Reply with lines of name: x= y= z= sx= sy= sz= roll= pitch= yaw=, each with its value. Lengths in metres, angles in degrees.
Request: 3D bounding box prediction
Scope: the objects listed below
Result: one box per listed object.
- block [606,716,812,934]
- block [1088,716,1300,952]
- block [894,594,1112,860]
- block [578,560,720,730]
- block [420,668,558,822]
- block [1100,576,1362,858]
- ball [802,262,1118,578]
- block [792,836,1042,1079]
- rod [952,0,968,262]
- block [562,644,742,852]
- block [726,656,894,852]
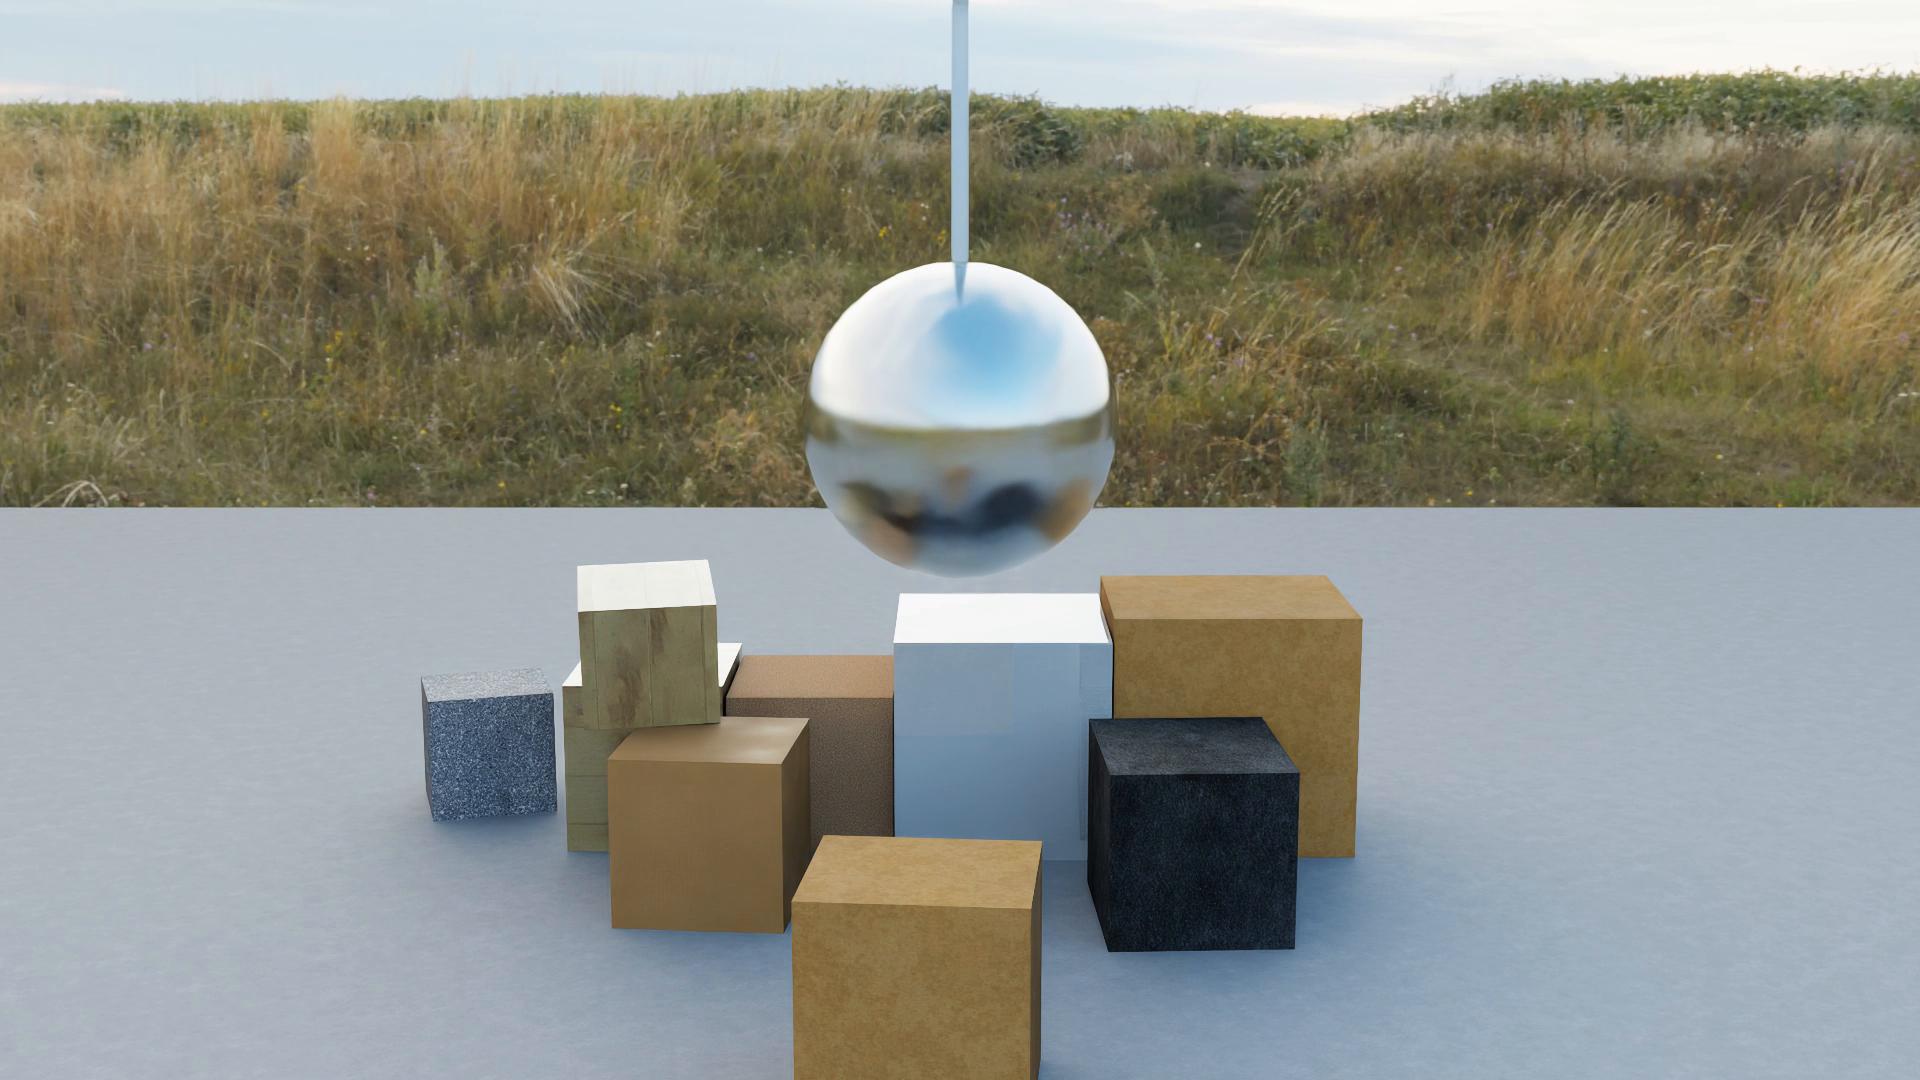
block: x=-1.145 y=1.301 z=10.202 sx=0.785 sy=0.789 sz=0.781 roll=1 pitch=10 yaw=5
block: x=1.041 y=1.323 z=10.040 sx=0.823 sy=0.805 sz=0.940 roll=0 pitch=10 yaw=-2
block: x=0.209 y=0.936 z=11.339 sx=1.062 sy=1.102 sz=1.166 roll=0 pitch=10 yaw=0
block: x=-1.502 y=0.494 z=10.578 sx=0.634 sy=0.587 sz=0.711 roll=-3 pitch=17 yaw=-9
block: x=-2.529 y=1.086 z=11.792 sx=0.642 sy=0.644 sz=0.588 roll=-3 pitch=11 yaw=-17
block: x=1.354 y=0.882 z=11.334 sx=1.205 sy=1.210 sz=1.091 roll=0 pitch=10 yaw=0
ball: x=0.000 y=-0.603 z=11.119 sx=1.600 sy=1.600 sz=1.600 roll=0 pitch=10 yaw=0
block: x=-0.139 y=1.637 z=8.123 sx=0.841 sy=0.873 sz=0.753 roll=1 pitch=10 yaw=5
rod: x=0.000 y=-3.944 z=10.484 sx=0.080 sy=5.200 sz=0.080 roll=0 pitch=11 yaw=0
block: x=-1.565 y=1.055 z=11.385 sx=0.792 sy=0.851 sz=0.937 roll=0 pitch=10 yaw=0
block: x=-0.743 y=1.087 z=11.366 sx=0.823 sy=0.795 sz=0.913 roll=0 pitch=10 yaw=0
